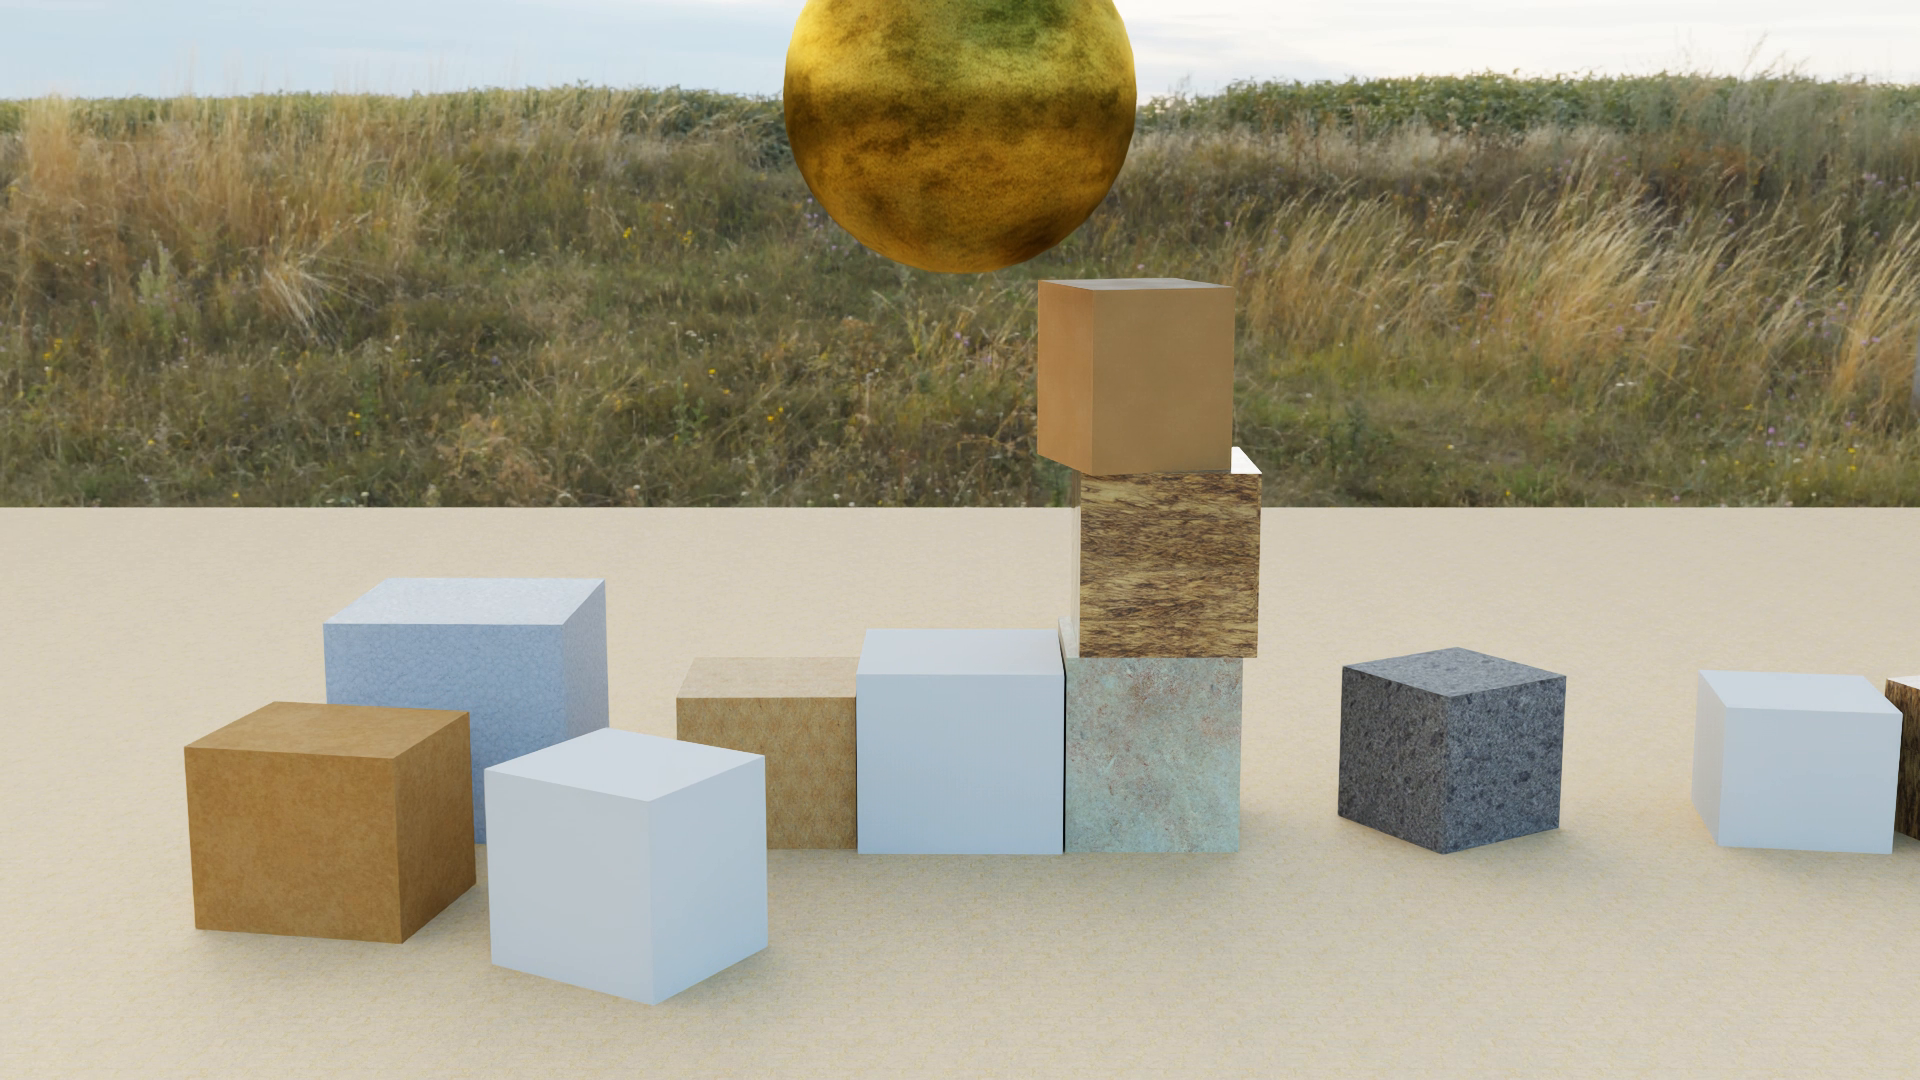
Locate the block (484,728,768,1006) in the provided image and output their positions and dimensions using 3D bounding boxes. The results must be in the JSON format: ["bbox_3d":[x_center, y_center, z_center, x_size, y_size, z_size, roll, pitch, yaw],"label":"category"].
[{"bbox_3d":[-1.435,1.383,9.521,0.894,0.871,0.791,6,12,31],"label":"block"}]

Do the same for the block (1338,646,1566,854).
[{"bbox_3d":[2.544,1.072,11.409,0.824,0.809,0.773,-6,12,-32],"label":"block"}]

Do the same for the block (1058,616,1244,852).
[{"bbox_3d":[0.958,0.984,11.359,0.866,1.000,0.949,0,10,0],"label":"block"}]

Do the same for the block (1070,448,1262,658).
[{"bbox_3d":[1.024,0.045,11.171,0.874,0.916,0.924,0,10,0],"label":"block"}]

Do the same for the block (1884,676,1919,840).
[{"bbox_3d":[5.285,1.127,11.211,0.851,0.771,0.693,-3,11,-18],"label":"block"}]

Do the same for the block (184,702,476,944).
[{"bbox_3d":[-2.882,1.281,10.145,0.995,0.850,0.823,2,10,11],"label":"block"}]

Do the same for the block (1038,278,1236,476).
[{"bbox_3d":[0.863,-0.831,10.950,0.733,0.887,0.784,-3,11,-17],"label":"block"}]

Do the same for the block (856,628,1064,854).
[{"bbox_3d":[0.006,1.021,11.378,1.021,0.920,1.021,0,10,1],"label":"block"}]

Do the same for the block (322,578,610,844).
[{"bbox_3d":[-2.555,0.873,11.583,1.196,1.138,1.160,0,10,1],"label":"block"}]

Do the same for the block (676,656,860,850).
[{"bbox_3d":[-0.967,1.088,11.389,0.888,0.784,0.866,0,10,-1],"label":"block"}]

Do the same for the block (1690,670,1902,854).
[{"bbox_3d":[4.291,1.129,11.342,0.834,0.721,0.798,2,10,9],"label":"block"}]

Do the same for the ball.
[{"bbox_3d":[0.000,-2.003,9.912,1.600,1.600,1.600,0,10,0],"label":"ball"}]
